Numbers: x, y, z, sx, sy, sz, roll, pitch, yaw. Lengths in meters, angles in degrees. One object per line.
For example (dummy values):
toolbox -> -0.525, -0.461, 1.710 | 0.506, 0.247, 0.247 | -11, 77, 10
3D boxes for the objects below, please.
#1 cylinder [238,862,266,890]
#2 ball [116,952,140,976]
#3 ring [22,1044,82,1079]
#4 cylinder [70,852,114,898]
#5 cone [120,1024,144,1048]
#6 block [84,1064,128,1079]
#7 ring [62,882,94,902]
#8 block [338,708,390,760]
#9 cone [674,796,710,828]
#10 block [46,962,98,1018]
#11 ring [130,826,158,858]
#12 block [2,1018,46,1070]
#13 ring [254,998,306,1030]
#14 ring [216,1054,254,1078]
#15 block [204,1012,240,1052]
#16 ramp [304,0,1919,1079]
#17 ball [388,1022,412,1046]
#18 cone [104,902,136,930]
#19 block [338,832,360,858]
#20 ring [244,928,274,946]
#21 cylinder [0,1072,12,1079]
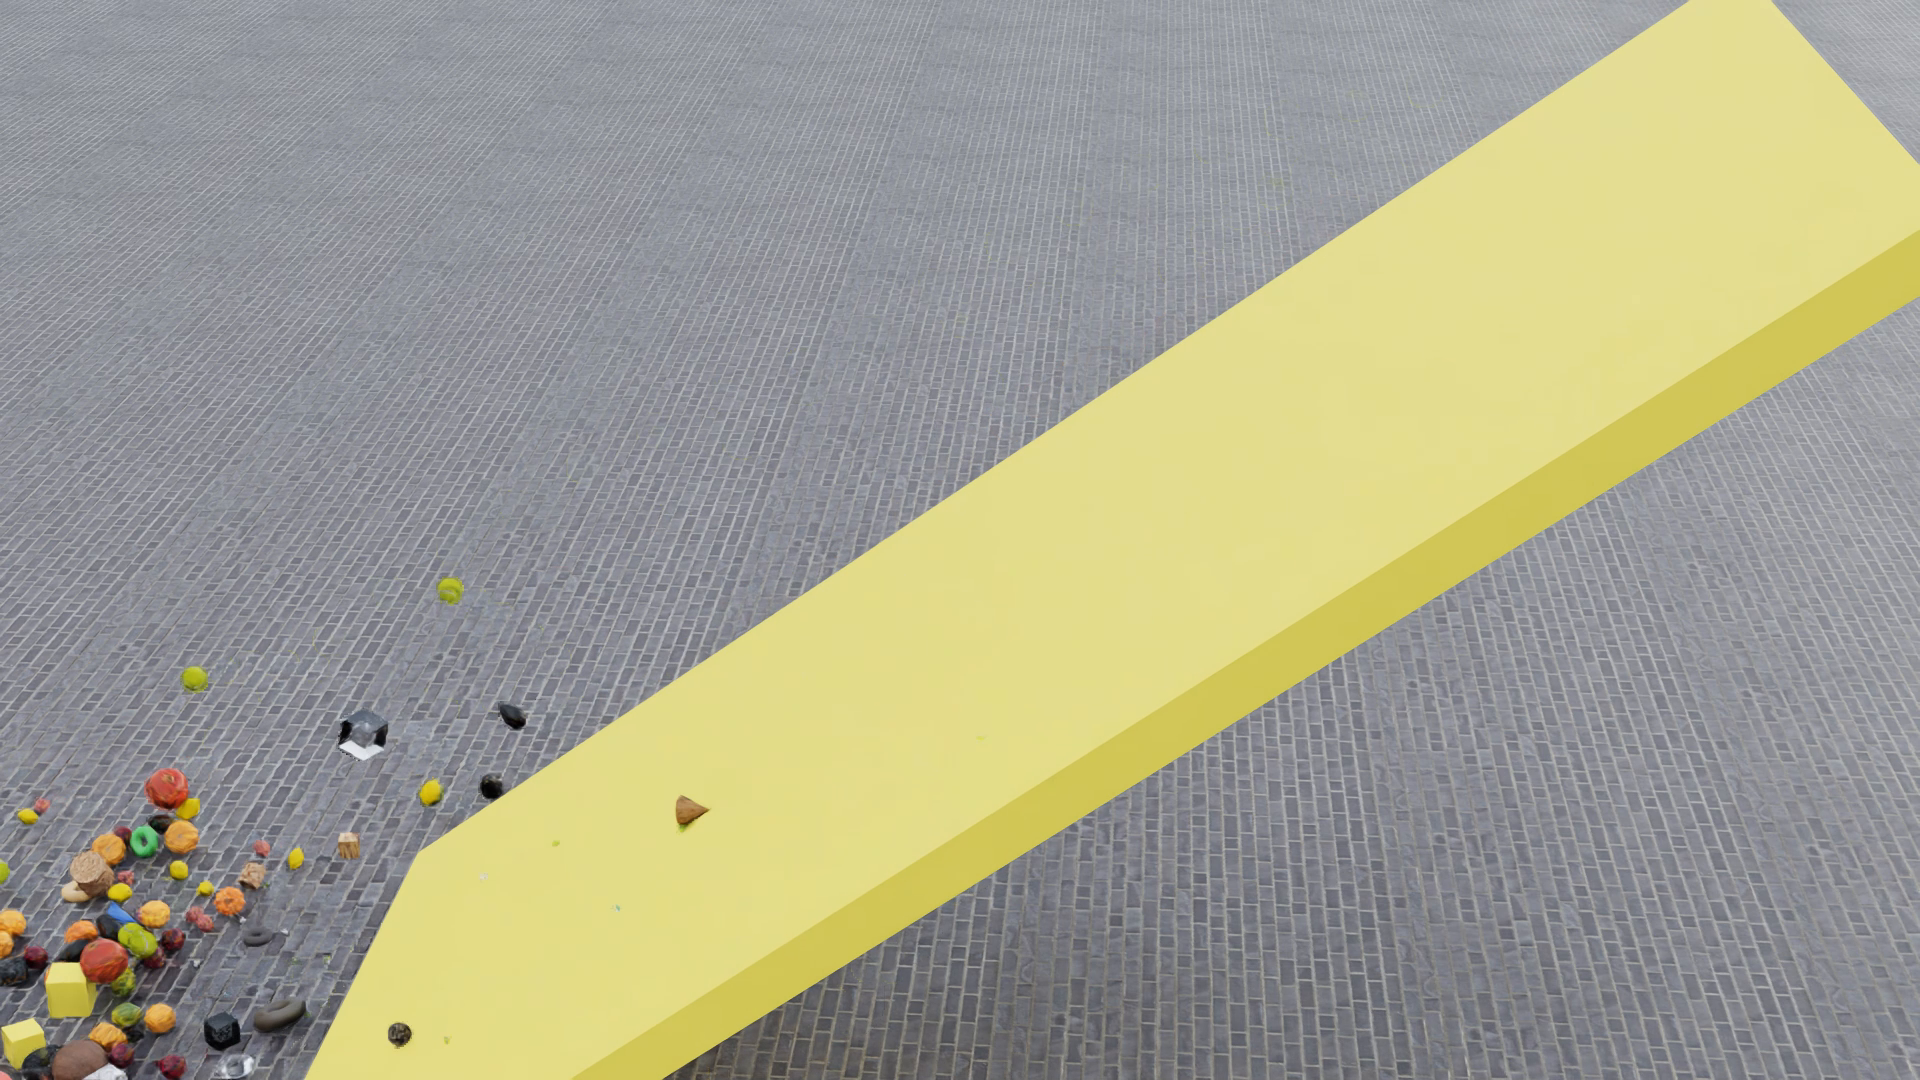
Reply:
cylinder -> -1.861, 0.883, 7.732 | 0.055, 0.055, 0.055 | 10, 61, 22
ball -> -2.078, 1.060, 7.340 | 0.058, 0.058, 0.058 | 0, 22, 0
ring -> -2.137, 1.237, 6.922 | 0.139, 0.046, 0.139 | 0, 23, 0
cylinder -> -2.260, 0.871, 7.662 | 0.089, 0.089, 0.089 | -2, 58, 4
cone -> -1.990, 1.194, 7.025 | 0.054, 0.054, 0.054 | 39, 2, -1
block -> -1.963, 1.268, 6.779 | 0.076, 0.076, 0.076 | -32, 30, -35
ring -> -2.311, 0.922, 7.716 | 0.088, 0.029, 0.088 | 4, 23, -2
block -> -1.693, 0.552, 8.350 | 0.092, 0.092, 0.092 | 26, 27, 19
cone -> -0.581, 0.595, 6.471 | 0.069, 0.069, 0.069 | -10, 17, 26
block -> -2.172, 1.100, 7.191 | 0.097, 0.097, 0.097 | -2, 22, -5
ring -> -2.195, 0.812, 7.915 | 0.087, 0.087, 0.029 | 12, 1, 26
block -> -2.220, 1.196, 6.980 | 0.077, 0.077, 0.077 | -15, 27, -32
ring -> -1.646, 1.146, 7.114 | 0.129, 0.043, 0.129 | -15, 11, 3
ring -> -1.708, 1.240, 6.933 | 0.087, 0.029, 0.087 | -6, 22, 2
block -> -1.769, 1.177, 7.050 | 0.060, 0.060, 0.060 | 20, 30, 40
ramp -> 0.131, 0.177, 6.316 | 4.000, 0.100, 2.000 | -34, 16, 16
ball -> -1.238, 1.090, 6.489 | 0.052, 0.052, 0.052 | 0, 22, 0
cone -> -2.153, 0.978, 7.571 | 0.078, 0.078, 0.078 | 21, 15, -22
block -> -1.646, 0.824, 7.929 | 0.051, 0.051, 0.051 | -2, 22, -6
ring -> -1.789, 1.012, 7.502 | 0.075, 0.025, 0.075 | -1, 21, 0
cylinder -> -2.225, 1.282, 6.749 | 0.093, 0.093, 0.093 | 15, 27, 33
